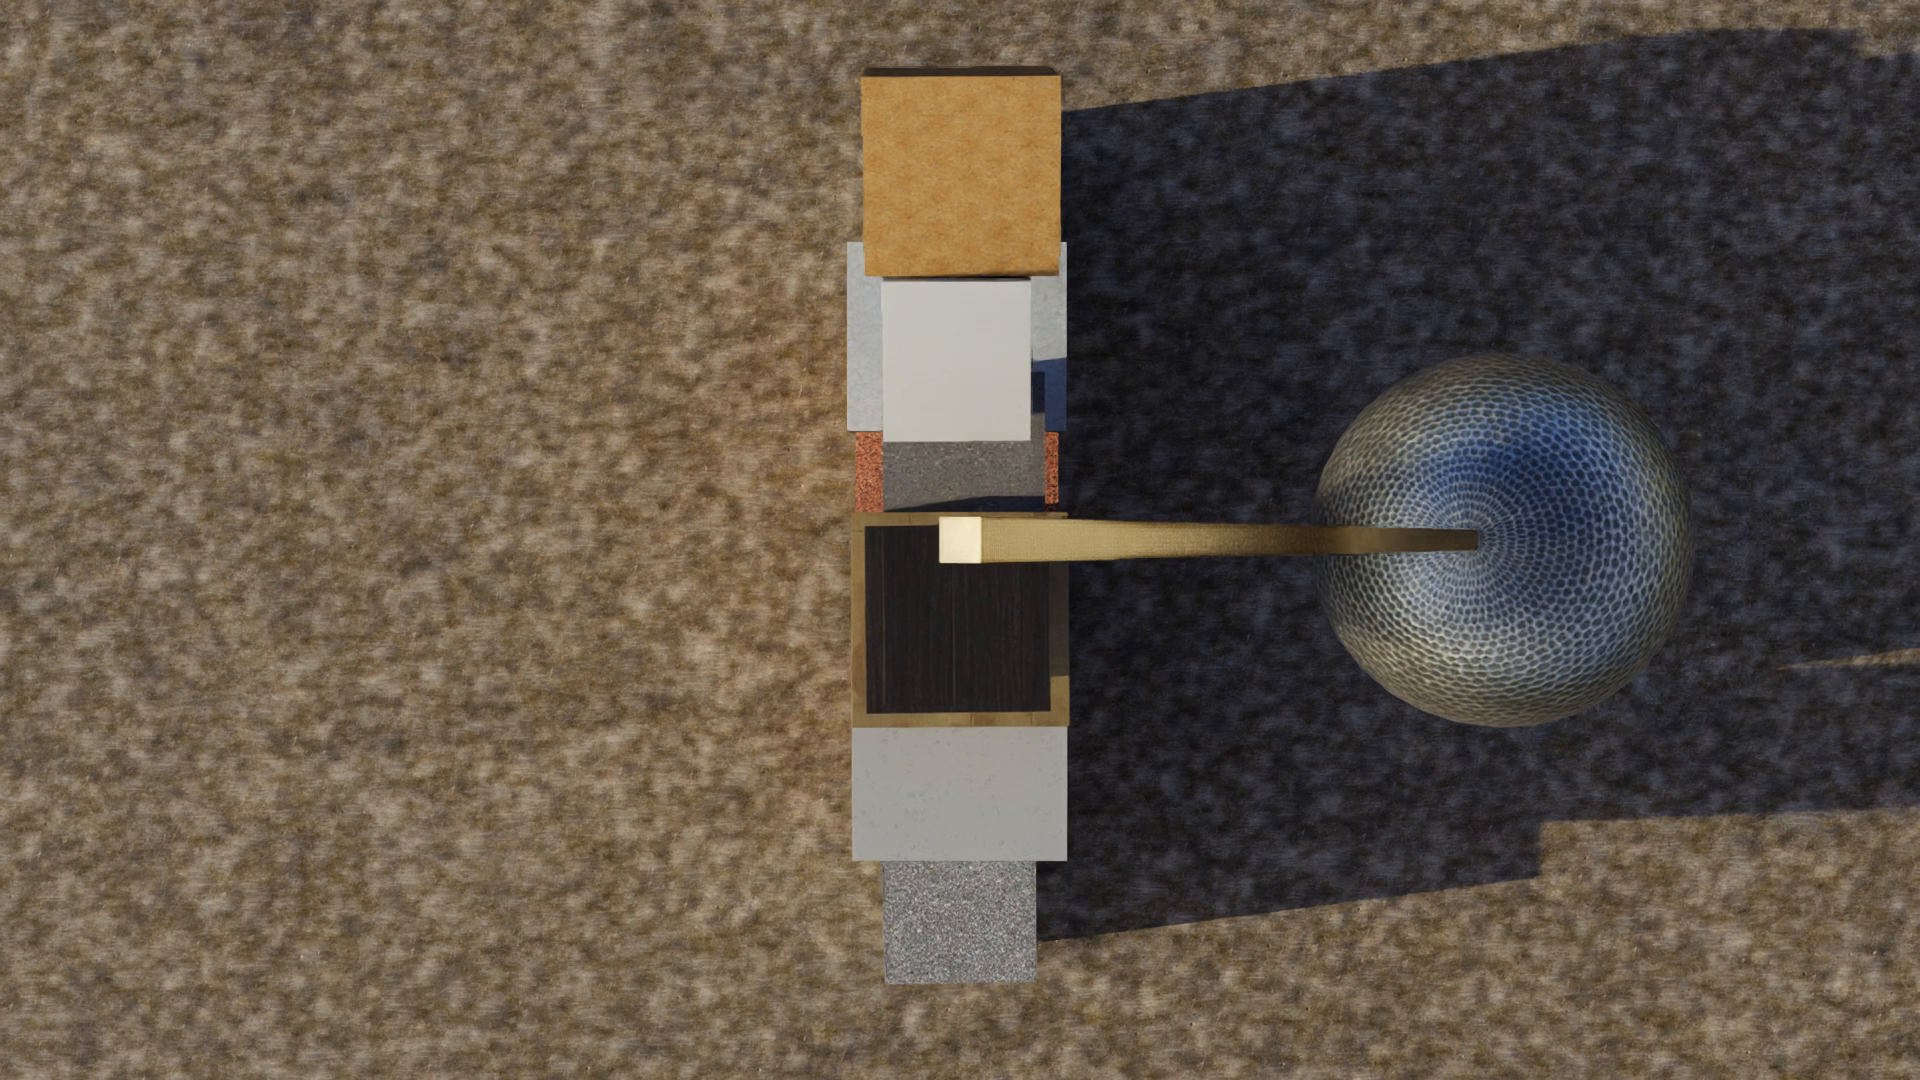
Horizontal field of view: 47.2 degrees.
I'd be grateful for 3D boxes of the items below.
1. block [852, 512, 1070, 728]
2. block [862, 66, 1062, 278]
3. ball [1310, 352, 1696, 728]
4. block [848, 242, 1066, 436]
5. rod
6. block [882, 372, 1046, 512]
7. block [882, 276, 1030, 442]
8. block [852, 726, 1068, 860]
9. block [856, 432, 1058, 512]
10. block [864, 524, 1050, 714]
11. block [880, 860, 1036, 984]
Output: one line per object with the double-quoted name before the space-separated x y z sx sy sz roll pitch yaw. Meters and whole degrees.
"block" 0.001 0.364 9.603 0.902 0.982 0.890 0 86 0
"block" 0.000 -1.496 8.865 0.768 0.683 0.769 -1 105 -1
"ball" 2.295 0.000 9.369 1.600 1.600 1.600 0 90 0
"block" -0.014 -0.928 10.432 0.990 1.029 0.850 0 91 0
"rod" 0.994 0.000 6.227 0.080 5.200 0.080 0 90 22
"block" 0.016 -0.417 9.598 0.684 0.661 0.599 0 92 0
"block" -0.013 -0.766 8.897 0.579 0.603 0.631 0 103 0
"block" -0.002 0.981 10.601 0.989 0.997 0.950 0 92 0
"block" -0.014 -0.006 10.615 0.934 0.967 0.941 0 87 0
"block" -0.010 0.305 8.217 0.659 0.642 0.675 -1 86 0
"block" -0.005 1.846 11.812 0.801 0.724 0.780 -1 112 0
